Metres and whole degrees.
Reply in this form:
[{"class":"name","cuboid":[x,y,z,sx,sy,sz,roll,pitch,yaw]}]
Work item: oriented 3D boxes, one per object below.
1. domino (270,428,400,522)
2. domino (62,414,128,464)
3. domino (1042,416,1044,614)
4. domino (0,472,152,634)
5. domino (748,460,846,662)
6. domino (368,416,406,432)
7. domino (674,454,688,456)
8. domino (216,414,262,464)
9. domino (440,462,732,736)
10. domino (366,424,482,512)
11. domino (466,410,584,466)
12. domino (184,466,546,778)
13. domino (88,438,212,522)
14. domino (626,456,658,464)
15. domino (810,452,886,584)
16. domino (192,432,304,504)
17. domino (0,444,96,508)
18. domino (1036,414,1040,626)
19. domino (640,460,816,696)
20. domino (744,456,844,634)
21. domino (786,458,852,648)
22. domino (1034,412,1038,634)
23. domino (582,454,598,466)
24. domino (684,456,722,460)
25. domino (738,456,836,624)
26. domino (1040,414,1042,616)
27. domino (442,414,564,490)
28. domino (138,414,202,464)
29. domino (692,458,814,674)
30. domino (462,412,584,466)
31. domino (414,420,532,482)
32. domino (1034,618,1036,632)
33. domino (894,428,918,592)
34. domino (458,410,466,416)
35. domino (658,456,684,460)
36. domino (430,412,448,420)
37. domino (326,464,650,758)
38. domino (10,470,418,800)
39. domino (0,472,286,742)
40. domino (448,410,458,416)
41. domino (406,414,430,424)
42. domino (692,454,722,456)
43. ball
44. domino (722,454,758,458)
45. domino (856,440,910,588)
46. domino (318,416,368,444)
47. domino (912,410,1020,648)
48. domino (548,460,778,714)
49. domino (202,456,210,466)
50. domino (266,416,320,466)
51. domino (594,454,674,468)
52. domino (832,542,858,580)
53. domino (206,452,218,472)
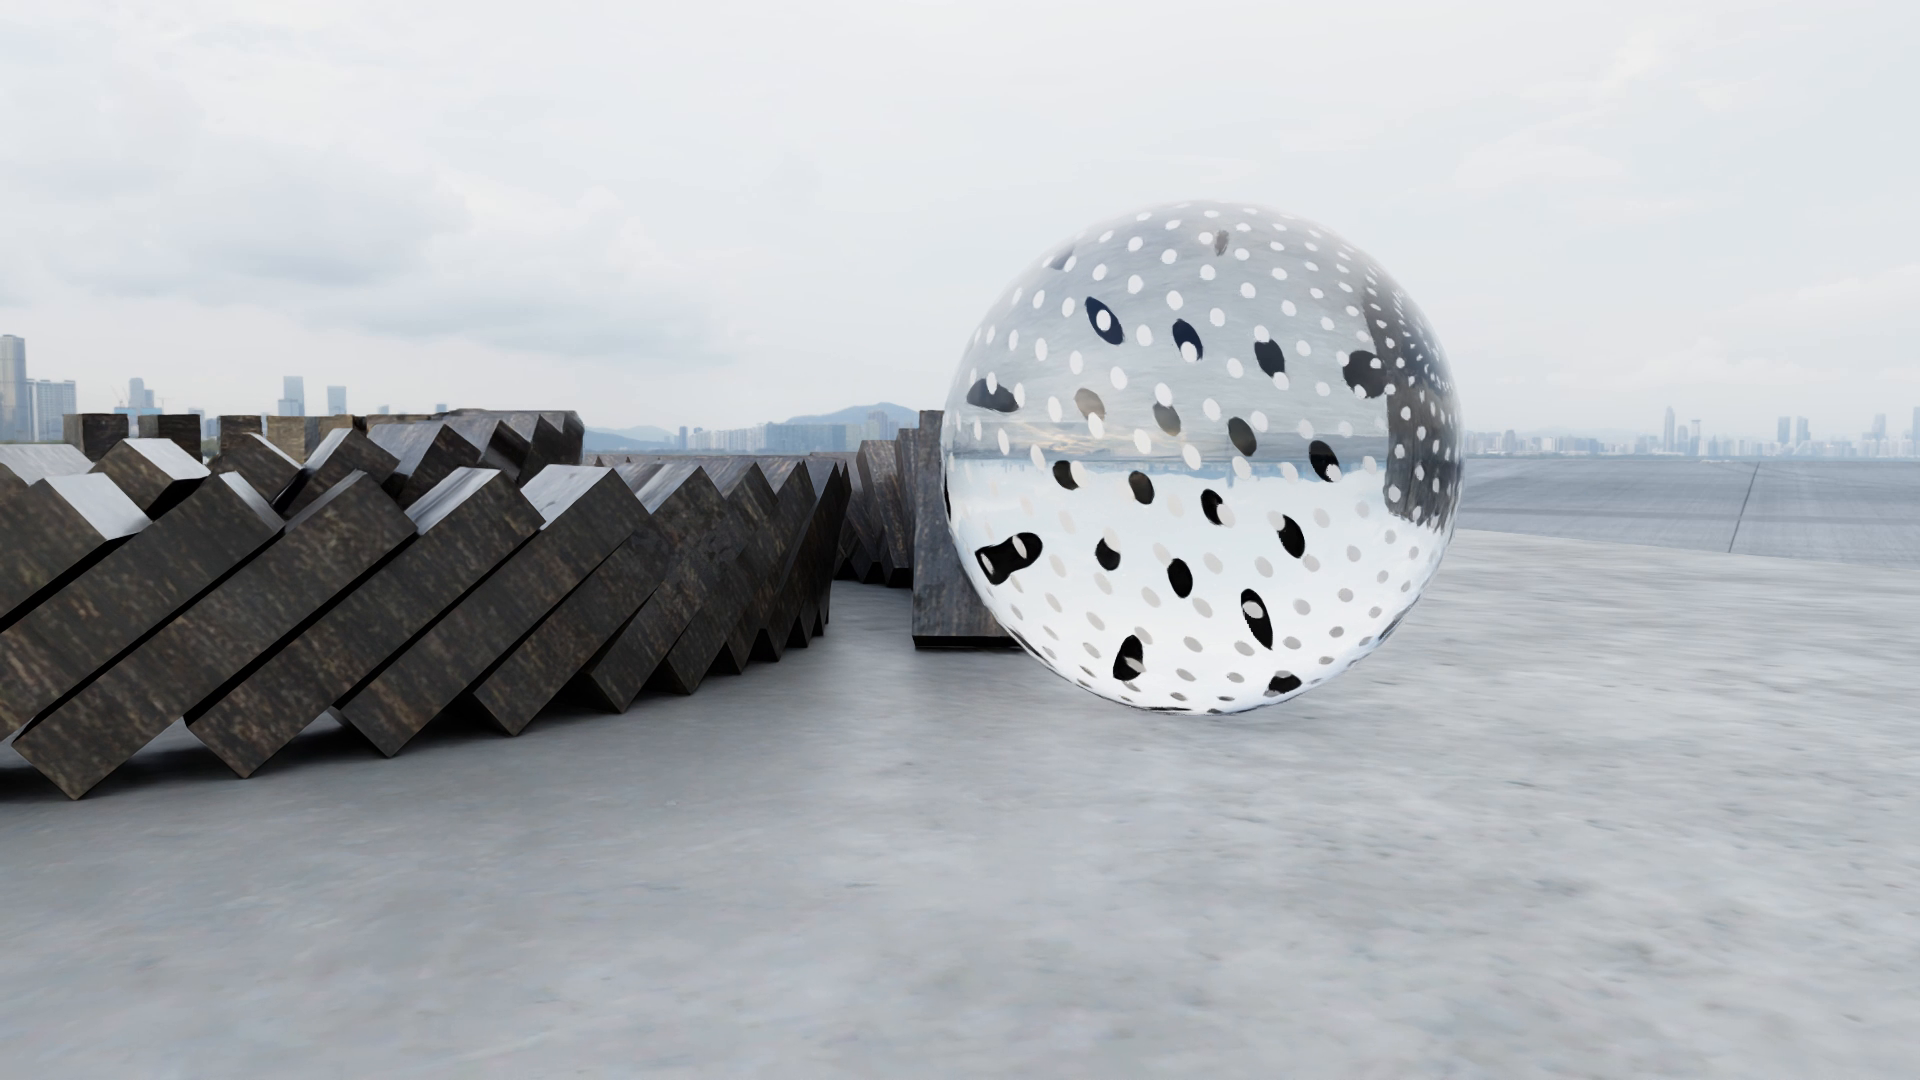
[{"class":"domino","cuboid":[-0.121,0.003,0.226,0.010,0.050,0.025,41,-18,-28]},{"class":"domino","cuboid":[-0.220,-0.007,0.328,0.010,0.050,0.025,-4,6,-44]},{"class":"domino","cuboid":[0.009,-0.007,0.324,0.025,0.050,0.010,0,-19,3]},{"class":"domino","cuboid":[-0.125,0.012,0.154,0.050,0.009,0.025,-41,16,-13]},{"class":"domino","cuboid":[-0.043,0.003,0.268,0.025,0.010,0.050,1,43,15]},{"class":"domino","cuboid":[-0.148,-0.009,0.350,0.009,0.050,0.025,1,5,18]},{"class":"domino","cuboid":[-0.094,-0.011,0.458,0.050,0.010,0.025,45,25,22]},{"class":"domino","cuboid":[-0.195,-0.009,0.349,0.009,0.050,0.025,-3,5,-32]},{"class":"domino","cuboid":[-0.062,0.008,0.205,0.025,0.010,0.050,5,46,44]},{"class":"domino","cuboid":[-0.113,0.001,0.240,0.025,0.050,0.009,3,-30,37]},{"class":"domino","cuboid":[-0.102,-0.005,0.297,0.025,0.050,0.009,0,-15,-4]},{"class":"domino","cuboid":[-0.084,0.010,0.181,0.050,0.009,0.025,-46,27,-23]},{"class":"domino","cuboid":[-0.146,0.005,0.208,0.009,0.050,0.025,43,-8,-15]},{"class":"domino","cuboid":[-0.078,-0.005,0.374,0.025,0.010,0.050,-3,45,-36]},{"class":"domino","cuboid":[-0.029,-0.008,0.408,0.025,0.009,0.050,-3,46,-35]},{"class":"domino","cuboid":[-0.133,0.004,0.216,0.009,0.050,0.025,42,-14,-22]},{"class":"domino","cuboid":[-0.161,0.006,0.202,0.009,0.050,0.025,44,-3,-9]},{"class":"domino","cuboid":[0.006,-0.005,0.303,0.025,0.050,0.010,0,-19,3]},{"class":"domino","cuboid":[-0.049,0.005,0.236,0.025,0.009,0.050,2,45,28]},{"class":"domino","cuboid":[-0.042,0.000,0.301,0.025,0.010,0.050,1,44,2]},{"class":"domino","cuboid":[-0.041,0.002,0.285,0.025,0.009,0.050,1,44,9]},{"class":"domino","cuboid":[0.005,-0.004,0.293,0.025,0.050,0.009,0,-19,3]},{"class":"domino","cuboid":[-0.102,-0.007,0.396,0.025,0.010,0.050,-4,45,-46]},{"class":"domino","cuboid":[-0.059,-0.003,0.348,0.025,0.010,0.050,-2,44,-23]},{"class":"domino","cuboid":[-0.044,-0.001,0.317,0.025,0.010,0.050,1,44,-4]},{"class":"domino","cuboid":[0.007,-0.006,0.313,0.025,0.050,0.010,0,-19,3]},{"class":"domino","cuboid":[-0.103,-0.002,0.268,0.025,0.050,0.010,2,-24,20]},{"class":"domino","cuboid":[-0.208,-0.008,0.339,0.010,0.050,0.025,-4,6,-42]},{"class":"domino","cuboid":[-0.048,0.004,0.254,0.025,0.010,0.050,1,45,15]},{"class":"domino","cuboid":[-0.101,-0.003,0.282,0.025,0.050,0.010,1,-19,11]},{"class":"domino","cuboid":[-0.107,0.000,0.254,0.025,0.050,0.010,2,-27,29]},{"class":"domino","cuboid":[0.004,-0.004,0.283,0.025,0.050,0.010,0,-19,3]},{"class":"domino","cuboid":[-0.004,-0.010,0.382,0.025,0.050,0.009,-1,-28,-13]},{"class":"domino","cuboid":[-0.108,-0.006,0.311,0.025,0.050,0.010,-2,-11,-20]},{"class":"domino","cuboid":[-0.068,-0.004,0.362,0.025,0.010,0.050,-2,44,-29]},{"class":"domino","cuboid":[-0.122,-0.008,0.334,0.025,0.050,0.010,-3,1,-37]},{"class":"domino","cuboid":[-0.072,0.009,0.192,0.025,0.010,0.050,6,47,51]},{"class":"domino","cuboid":[-0.097,0.010,0.170,0.050,0.010,0.025,-44,22,-19]},{"class":"domino","cuboid":[-0.111,0.011,0.162,0.050,0.009,0.025,-43,20,-16]},{"class":"domino","cuboid":[-0.114,-0.007,0.323,0.025,0.050,0.009,-2,-5,-28]},{"class":"domino","cuboid":[-0.133,-0.008,0.344,0.010,0.050,0.025,2,5,34]},{"class":"domino","cuboid":[-0.080,-0.010,0.450,0.050,0.010,0.025,47,29,25]},{"class":"ball","cuboid":[0.037,-0.013,0.202,0.080,0.080,0.080,0,4,0]},{"class":"domino","cuboid":[-0.049,-0.002,0.333,0.025,0.009,0.050,0,44,-11]},{"class":"domino","cuboid":[-0.015,-0.009,0.395,0.025,0.050,0.010,-1,-37,-21]},{"class":"domino","cuboid":[-0.164,-0.009,0.354,0.009,0.050,0.025,1,4,7]},{"class":"domino","cuboid":[0.003,-0.003,0.272,0.025,0.050,0.010,0,-18,3]},{"class":"domino","cuboid":[-0.055,0.006,0.221,0.025,0.010,0.050,3,45,32]},{"class":"domino","cuboid":[-0.253,-0.011,0.456,0.050,0.010,0.025,39,-7,-15]},{"class":"domino","cuboid":[-0.180,-0.009,0.354,0.010,0.050,0.025,0,4,-5]},{"class":"domino","cuboid":[-0.090,-0.006,0.386,0.025,0.010,0.050,-3,45,-41]},{"class":"domino","cuboid":[-0.041,-0.008,0.420,0.025,0.010,0.050,-4,44,-41]},{"class":"domino","cuboid":[-0.214,-0.008,0.409,0.050,0.010,0.025,40,-3,-9]}]
